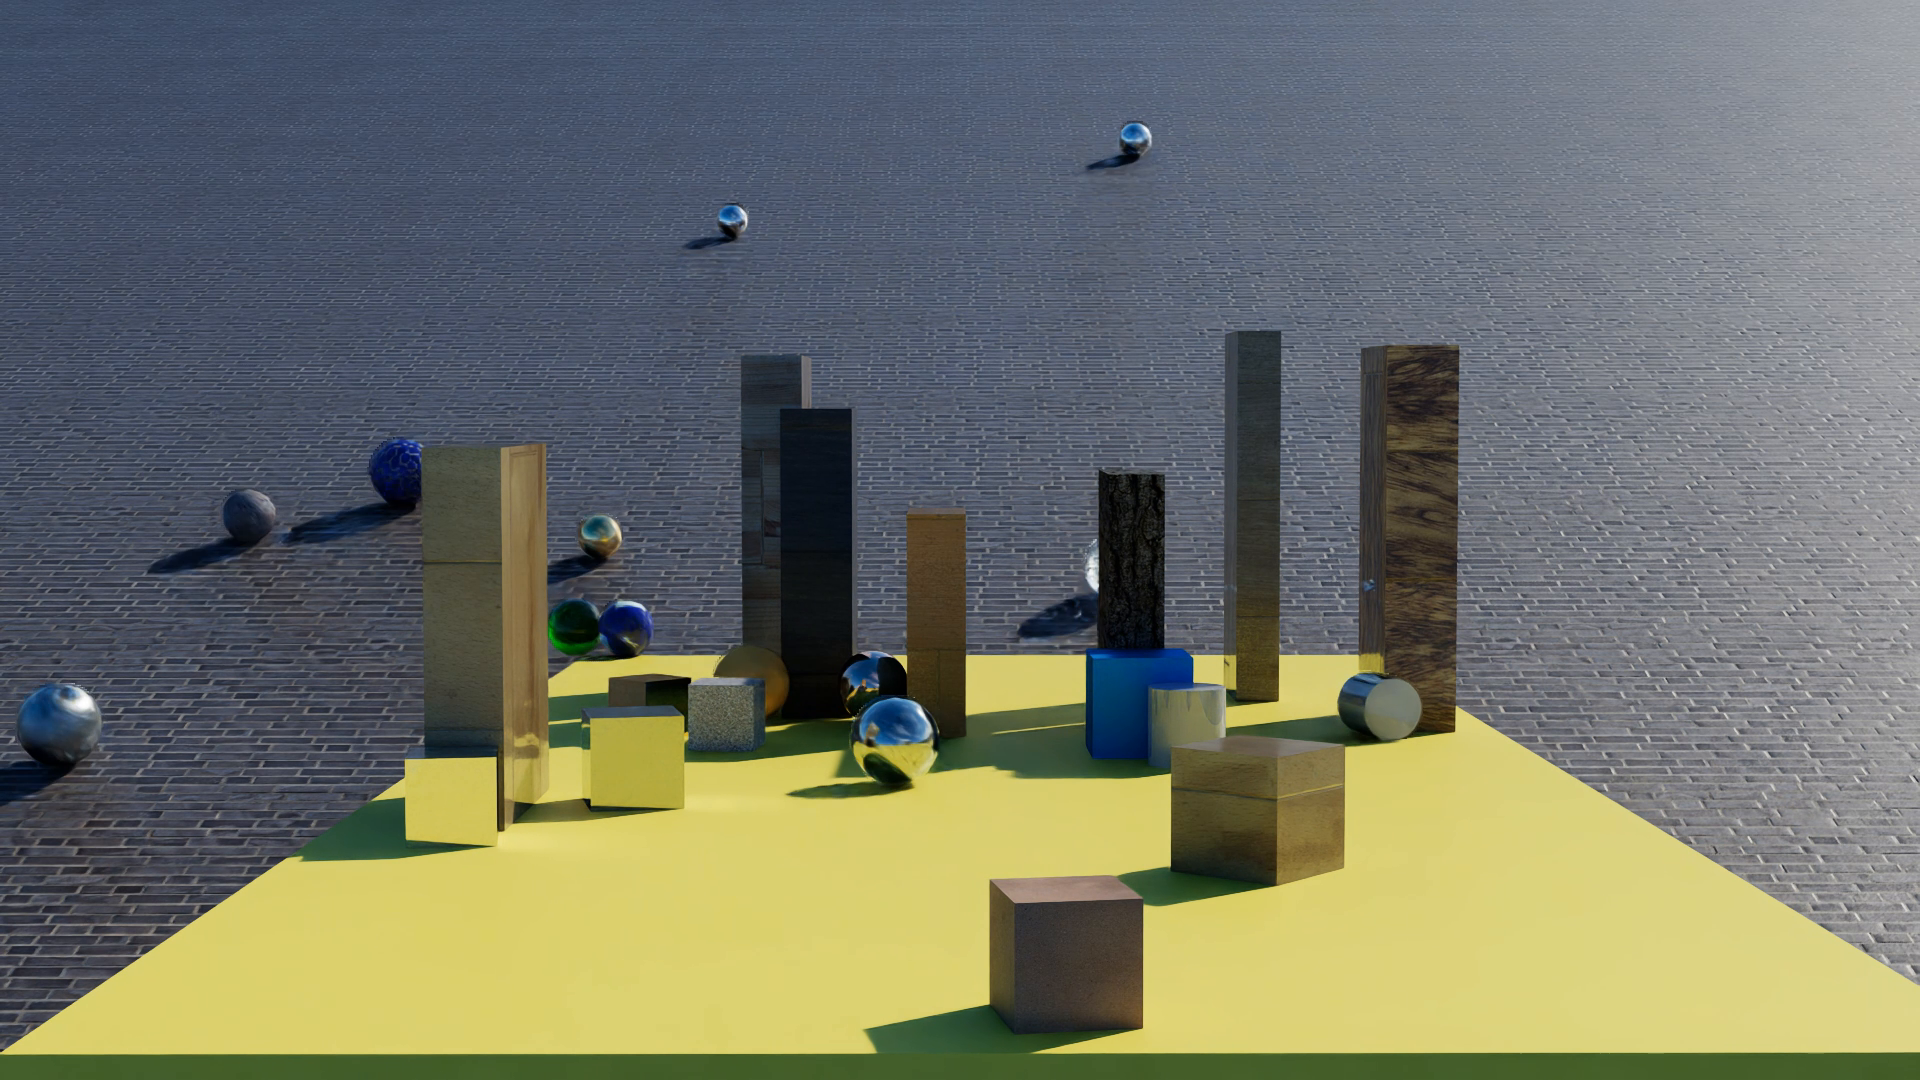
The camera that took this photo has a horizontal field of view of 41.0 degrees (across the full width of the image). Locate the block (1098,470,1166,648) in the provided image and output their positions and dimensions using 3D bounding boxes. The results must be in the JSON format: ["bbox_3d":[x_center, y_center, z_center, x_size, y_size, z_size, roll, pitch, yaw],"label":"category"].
[{"bbox_3d":[0.329,0.122,4.970,0.104,0.507,0.347,0,3,0],"label":"block"}]

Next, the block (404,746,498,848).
[{"bbox_3d":[-0.743,0.375,3.768,0.129,0.129,0.129,-1,3,-9],"label":"block"}]

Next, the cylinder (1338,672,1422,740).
[{"bbox_3d":[0.802,0.318,4.921,0.118,0.118,0.118,-6,5,-16],"label":"cylinder"}]

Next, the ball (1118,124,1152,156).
[{"bbox_3d":[0.830,-1.893,12.164,0.156,0.156,0.156,0,21,0],"label":"ball"}]

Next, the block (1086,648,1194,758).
[{"bbox_3d":[0.327,0.298,4.714,0.181,0.181,0.181,0,3,-1],"label":"block"}]

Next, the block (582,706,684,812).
[{"bbox_3d":[-0.524,0.348,4.111,0.147,0.147,0.147,-1,3,-14],"label":"block"}]

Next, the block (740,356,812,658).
[{"bbox_3d":[-0.407,-0.037,5.746,0.130,0.743,0.382,0,3,0],"label":"block"}]

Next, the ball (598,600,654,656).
[{"bbox_3d":[-0.845,0.224,6.504,0.142,0.142,0.142,0,21,0],"label":"ball"}]

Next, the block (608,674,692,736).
[{"bbox_3d":[-0.597,0.321,4.947,0.113,0.113,0.113,3,4,44],"label":"block"}]

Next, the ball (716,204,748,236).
[{"bbox_3d":[-0.955,-1.338,10.777,0.132,0.132,0.132,0,21,0],"label":"ball"}]

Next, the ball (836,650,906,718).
[{"bbox_3d":[-0.175,0.293,5.160,0.145,0.145,0.145,0,21,0],"label":"ball"}]

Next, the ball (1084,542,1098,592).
[{"bbox_3d":[0.429,0.075,7.105,0.175,0.175,0.175,0,21,0],"label":"ball"}]

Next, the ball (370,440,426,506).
[{"bbox_3d":[-1.682,-0.204,7.781,0.202,0.202,0.202,0,21,0],"label":"ball"}]

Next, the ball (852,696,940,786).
[{"bbox_3d":[-0.108,0.337,4.311,0.148,0.148,0.148,0,21,0],"label":"ball"}]

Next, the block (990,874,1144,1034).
[{"bbox_3d":[0.109,0.430,2.682,0.134,0.134,0.134,-1,3,-10],"label":"block"}]

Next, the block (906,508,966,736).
[{"bbox_3d":[-0.046,0.156,5.077,0.113,0.428,0.312,0,3,0],"label":"block"}]

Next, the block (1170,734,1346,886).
[{"bbox_3d":[0.408,0.367,3.522,0.171,0.171,0.171,2,4,40],"label":"block"}]

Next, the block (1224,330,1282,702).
[{"bbox_3d":[0.637,-0.056,5.619,0.092,0.793,0.258,0,3,0],"label":"block"}]

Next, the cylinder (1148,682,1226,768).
[{"bbox_3d":[0.402,0.328,4.558,0.138,0.138,0.138,0,3,0],"label":"cylinder"}]

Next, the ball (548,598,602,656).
[{"bbox_3d":[-0.983,0.223,6.574,0.149,0.149,0.149,0,21,0],"label":"ball"}]

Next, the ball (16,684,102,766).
[{"bbox_3d":[-2.150,0.442,6.138,0.195,0.195,0.195,0,21,0],"label":"ball"}]

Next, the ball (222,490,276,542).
[{"bbox_3d":[-2.077,-0.071,7.509,0.151,0.151,0.151,0,21,0],"label":"ball"}]

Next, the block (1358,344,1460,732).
[{"bbox_3d":[0.894,-0.010,5.140,0.139,0.751,0.325,0,3,0],"label":"block"}]

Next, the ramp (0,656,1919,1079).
[{"bbox_3d":[0.050,0.449,4.532,2.000,0.100,4.000,0,3,0],"label":"ramp"}]

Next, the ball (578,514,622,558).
[{"bbox_3d":[-1.034,-0.009,7.388,0.126,0.126,0.126,0,21,0],"label":"ball"}]

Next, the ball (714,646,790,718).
[{"bbox_3d":[-0.419,0.288,5.161,0.155,0.155,0.155,0,21,0],"label":"ball"}]

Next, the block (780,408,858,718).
[{"bbox_3d":[-0.291,0.041,5.349,0.145,0.629,0.289,0,3,0],"label":"block"}]

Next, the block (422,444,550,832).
[{"bbox_3d":[-0.741,0.138,4.041,0.118,0.574,0.424,0,3,0],"label":"block"}]

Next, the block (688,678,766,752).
[{"bbox_3d":[-0.434,0.324,4.793,0.122,0.122,0.122,0,3,6],"label":"block"}]
